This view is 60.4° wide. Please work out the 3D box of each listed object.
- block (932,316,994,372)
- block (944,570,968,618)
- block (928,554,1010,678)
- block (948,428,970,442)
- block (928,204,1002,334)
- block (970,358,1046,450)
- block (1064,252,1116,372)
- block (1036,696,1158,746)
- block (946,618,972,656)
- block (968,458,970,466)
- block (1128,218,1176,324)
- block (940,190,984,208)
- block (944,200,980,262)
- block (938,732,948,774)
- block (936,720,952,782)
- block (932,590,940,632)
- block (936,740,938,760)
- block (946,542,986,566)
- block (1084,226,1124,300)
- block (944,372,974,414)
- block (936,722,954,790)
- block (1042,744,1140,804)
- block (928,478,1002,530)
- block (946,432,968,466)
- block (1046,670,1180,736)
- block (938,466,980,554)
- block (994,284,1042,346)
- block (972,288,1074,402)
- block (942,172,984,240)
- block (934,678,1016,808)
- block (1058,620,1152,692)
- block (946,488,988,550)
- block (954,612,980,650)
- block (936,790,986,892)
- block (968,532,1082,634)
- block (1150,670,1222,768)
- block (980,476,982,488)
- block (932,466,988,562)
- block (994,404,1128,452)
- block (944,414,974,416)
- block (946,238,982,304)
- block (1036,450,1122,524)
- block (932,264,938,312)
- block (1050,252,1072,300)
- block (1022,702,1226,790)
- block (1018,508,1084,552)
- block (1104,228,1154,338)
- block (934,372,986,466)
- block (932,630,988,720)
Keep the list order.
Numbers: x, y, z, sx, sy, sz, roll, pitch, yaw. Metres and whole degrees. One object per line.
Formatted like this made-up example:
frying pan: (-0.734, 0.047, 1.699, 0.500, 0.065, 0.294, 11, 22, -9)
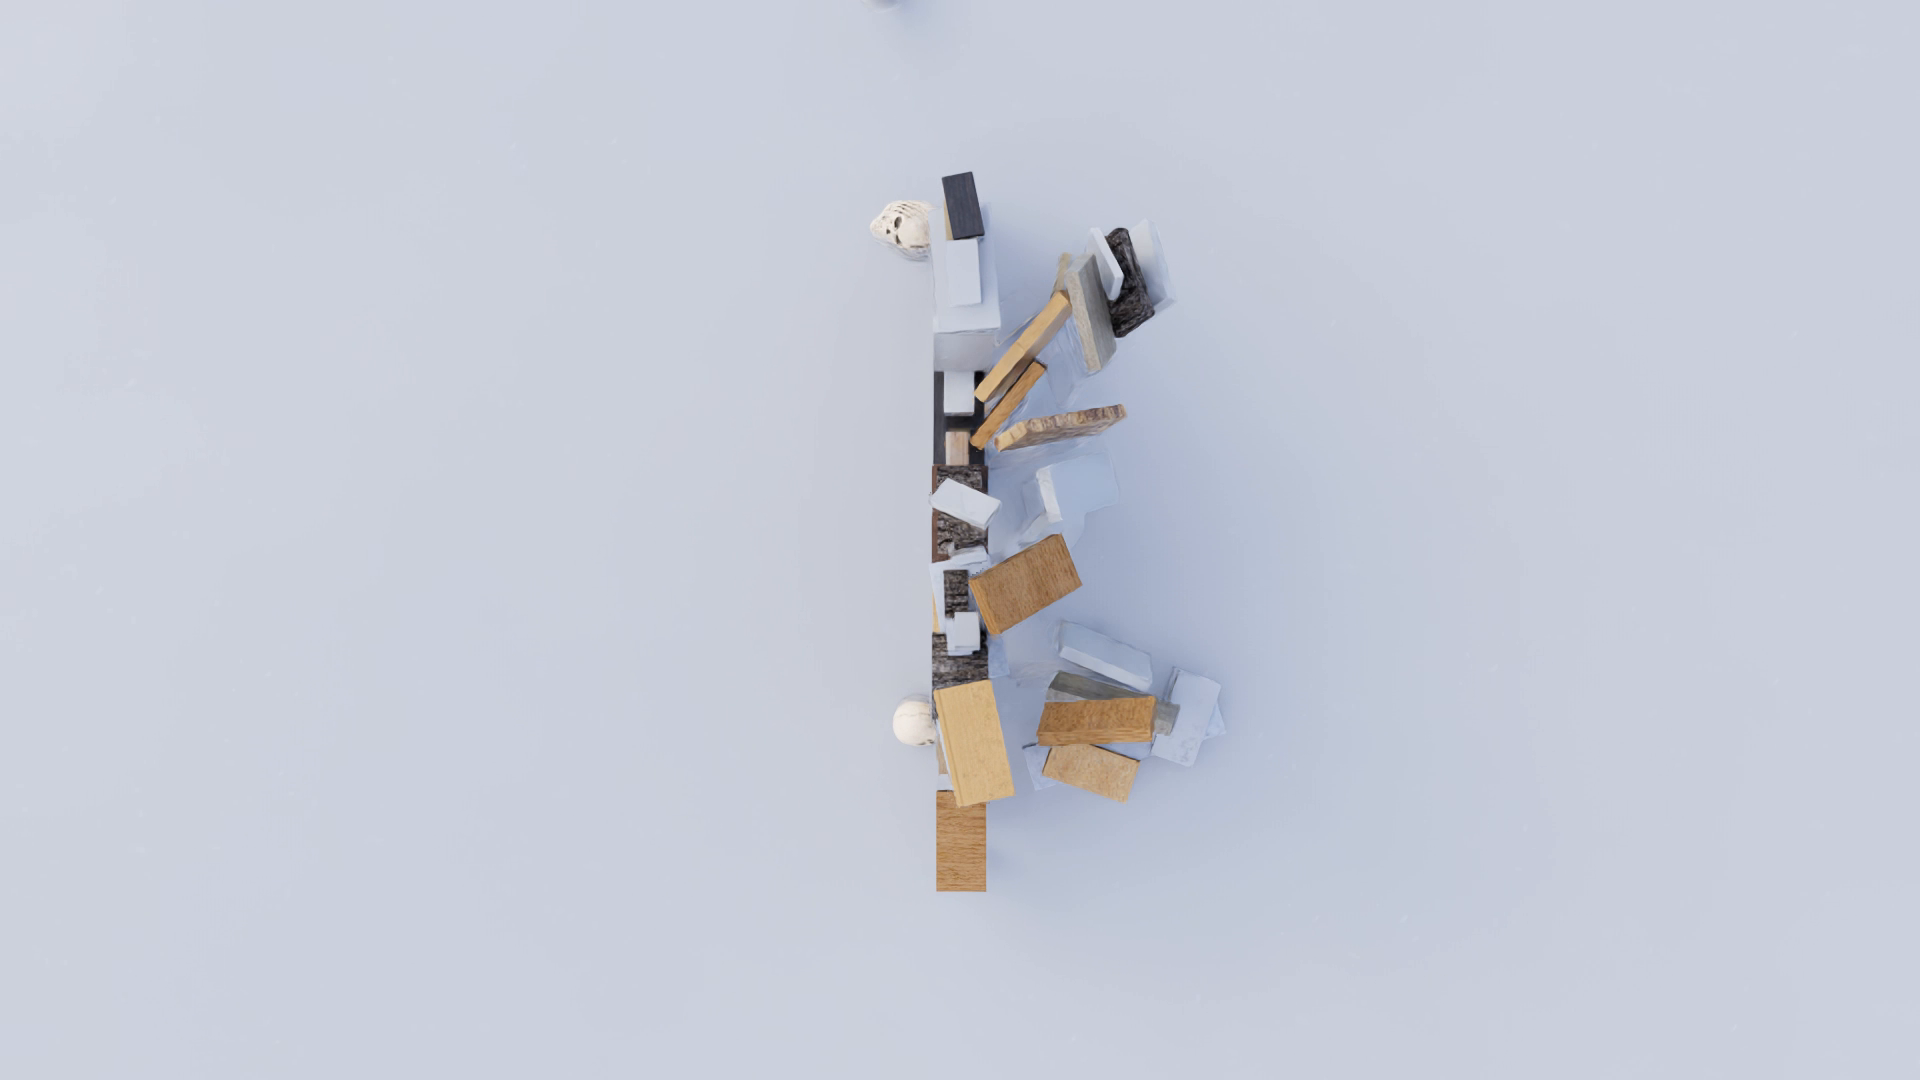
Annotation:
block: (0.010, -0.562, 4.760, 0.171, 0.341, 0.048, 1, 78, 0)
block: (-0.011, 0.153, 4.694, 0.069, 0.020, 0.138, -2, 90, 0)
block: (0.026, 0.226, 4.728, 0.175, 0.050, 0.351, -10, 90, 0)
block: (-0.005, -0.323, 5.066, 0.068, 0.136, 0.019, 0, 102, 0)
block: (0.013, -0.748, 4.564, 0.171, 0.048, 0.341, -6, 90, 0)
block: (0.141, -0.404, 4.887, 0.043, 0.152, 0.303, 39, 99, -4)
block: (0.379, -0.658, 4.759, 0.043, 0.152, 0.303, -3, 119, 27)
block: (0.386, 0.509, 4.629, 0.317, 0.158, 0.045, -5, 115, 15)
block: (-0.001, 0.271, 4.643, 0.069, 0.138, 0.020, -2, 127, 0)
block: (-0.005, -0.231, 5.066, 0.068, 0.136, 0.019, 0, 103, 0)
block: (0.557, -0.812, 4.989, 0.144, 0.041, 0.288, -34, 57, 40)
block: (0.004, -0.963, 5.211, 0.135, 0.038, 0.270, 1, 90, 0)
block: (0.004, -0.850, 4.528, 0.086, 0.024, 0.173, -5, 90, 0)
block: (0.007, 0.535, 4.797, 0.144, 0.041, 0.287, -1, 90, 0)
block: (0.023, 0.535, 4.597, 0.157, 0.387, 0.044, -16, 119, 0)
block: (0.002, 0.294, 5.130, 0.173, 0.049, 0.346, 0, 90, 0)
block: (0.002, 0.629, 4.983, 0.144, 0.330, 0.041, -1, 87, 0)
block: (0.018, 0.033, 4.714, 0.095, 0.189, 0.027, -11, 102, -3)
block: (0.420, -0.807, 4.811, 0.028, 0.099, 0.198, -13, 59, -15)
block: (-0.002, -0.466, 4.932, 0.090, 0.025, 0.180, 0, 82, 0)
block: (0.001, 0.626, 5.170, 0.154, 0.044, 0.308, -1, 90, 0)
block: (0.431, 0.751, 5.437, 0.291, 0.041, 0.145, 19, 92, -2)
block: (0.016, -0.105, 4.741, 0.189, 0.027, 0.095, 24, 60, 24)
block: (-0.008, -0.261, 4.987, 0.068, 0.019, 0.136, 0, 90, 1)
block: (0.500, 0.530, 5.374, 0.416, 0.158, 0.045, 15, 111, 13)
block: (-0.002, -0.088, 4.830, 0.127, 0.036, 0.255, 0, 90, 0)
block: (0.167, -0.746, 5.484, 0.198, 0.028, 0.099, -40, 87, 0)
block: (0.207, -0.577, 4.864, 0.043, 0.152, 0.418, 47, 120, 8)
block: (0.008, -0.912, 4.503, 0.086, 0.024, 0.173, -11, 88, 0)
block: (0.038, 0.540, 4.398, 0.157, 0.044, 0.313, -12, 87, 0)
block: (0.471, 0.376, 5.366, 0.317, 0.158, 0.045, 23, 117, -11)
block: (0.012, -0.061, 4.742, 0.095, 0.027, 0.189, -14, 52, -2)
block: (0.020, 0.256, 4.625, 0.069, 0.138, 0.020, -1, 129, 0)
block: (0.004, 0.941, 5.167, 0.156, 0.044, 0.311, 0, 90, 0)
block: (0.188, 0.122, 4.673, 0.333, 0.047, 0.167, -28, 100, -35)
block: (0.743, 0.589, 5.438, 0.145, 0.041, 0.291, 20, 90, 0)
block: (0.000, -0.175, 4.977, 0.127, 0.255, 0.036, 0, 91, 0)
block: (-0.001, -0.057, 5.129, 0.173, 0.049, 0.346, 0, 90, 0)
block: (0.302, -0.335, 4.917, 0.418, 0.144, 0.041, -13, 78, -40)
block: (-0.004, -0.399, 5.044, 0.090, 0.180, 0.026, 1, 88, 0)
block: (0.009, -0.734, 4.510, 0.086, 0.024, 0.173, -4, 102, 0)
block: (0.361, -0.163, 4.978, 0.047, 0.333, 0.167, -12, 93, 39)
block: (0.004, -0.798, 4.895, 0.171, 0.614, 0.048, 0, 80, 0)
block: (0.327, -0.844, 5.450, 0.028, 0.099, 0.198, 14, 90, -2)
block: (0.544, 0.665, 5.479, 0.662, 0.041, 0.145, -17, 90, 0)
block: (0.283, -0.013, 5.030, 0.047, 0.533, 0.167, 2, 112, 20)
block: (0.473, -0.761, 4.880, 0.041, 0.144, 0.288, 0, 67, -41)
block: (-0.003, -0.396, 5.157, 0.160, 0.045, 0.320, 0, 90, 0)
block: (0.000, 0.370, 4.565, 0.157, 0.313, 0.044, -2, 127, 0)
